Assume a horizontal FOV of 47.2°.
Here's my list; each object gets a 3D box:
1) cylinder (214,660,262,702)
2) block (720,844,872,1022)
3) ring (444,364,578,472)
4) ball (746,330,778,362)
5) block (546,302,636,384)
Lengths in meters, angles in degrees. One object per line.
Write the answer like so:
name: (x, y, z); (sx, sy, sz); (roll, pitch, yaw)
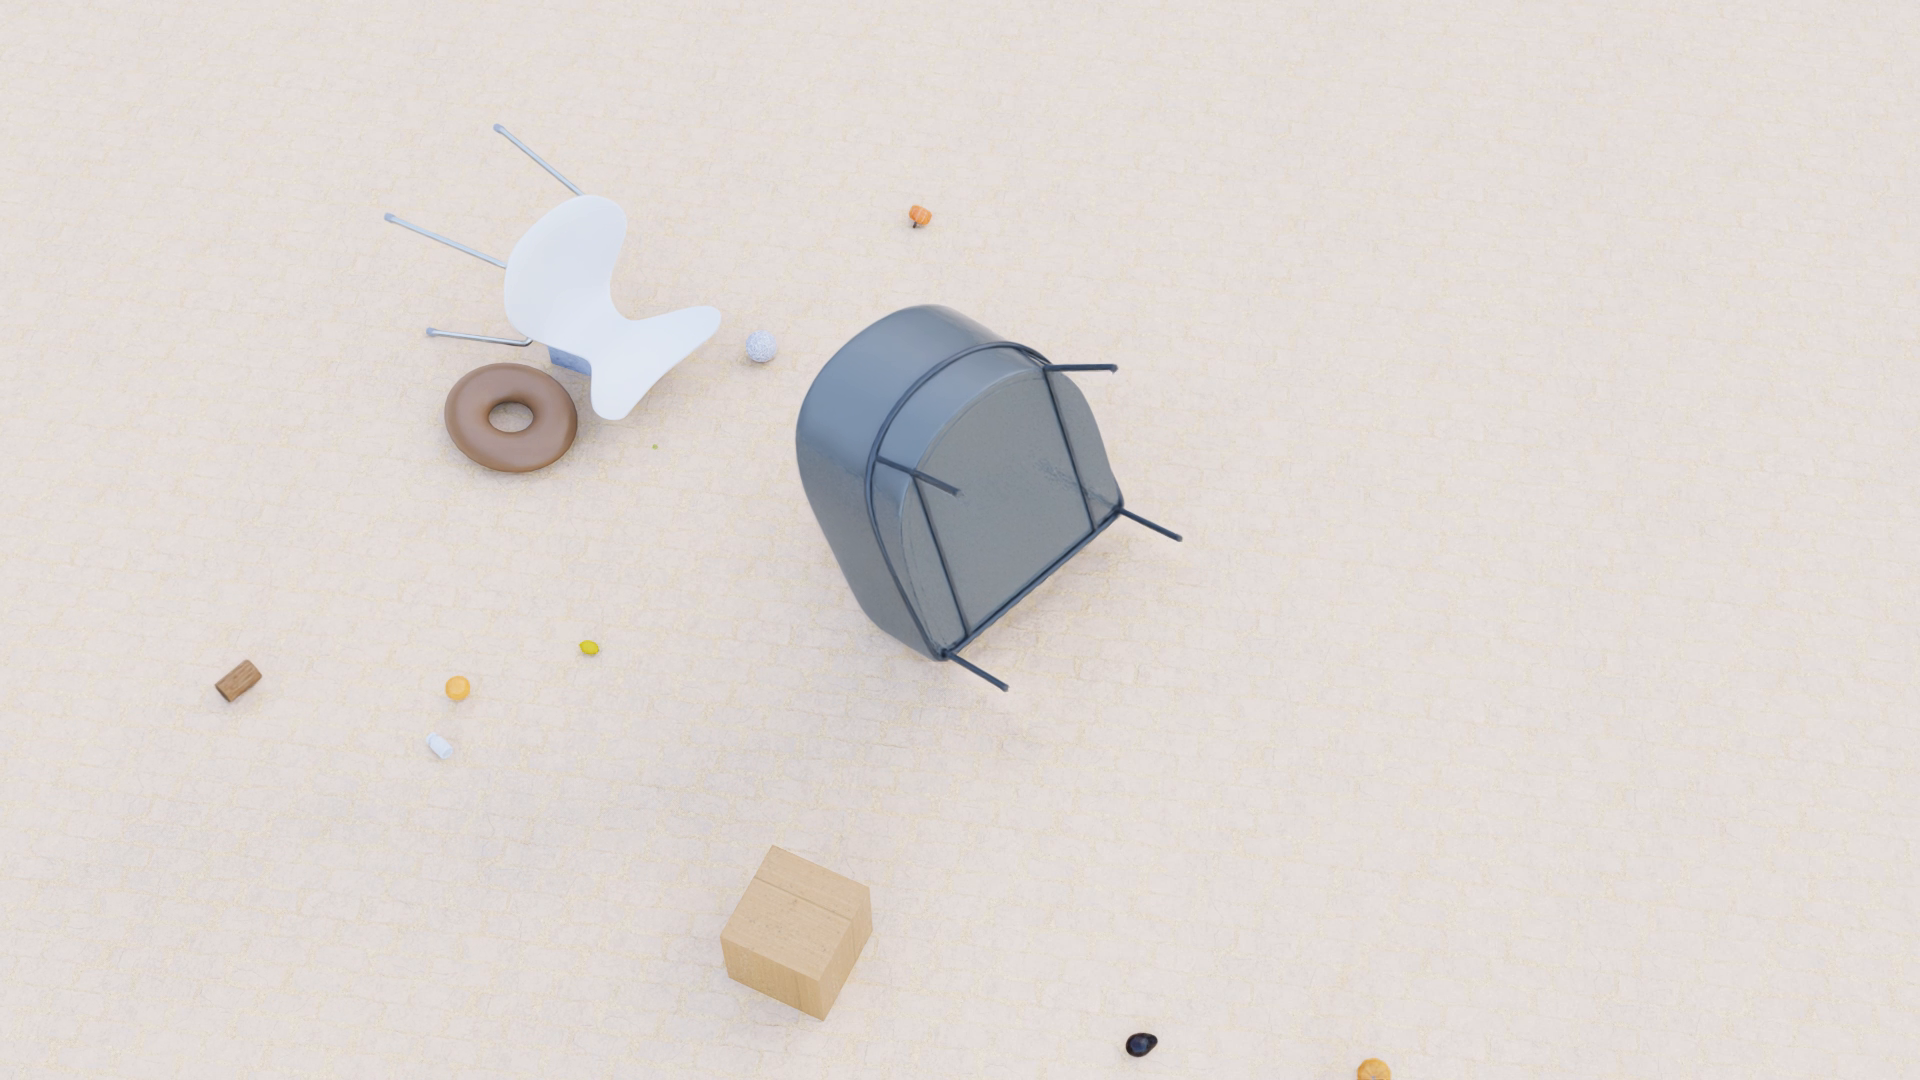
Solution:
cylinder: (-2.056, 0.400, 6.263); (0.112, 0.068, 0.074); (-43, 33, -24)
block: (-0.421, 1.024, 5.725); (0.283, 0.270, 0.283); (22, 59, 14)
ring: (-1.382, -0.378, 6.766); (0.441, 0.105, 0.373); (33, 63, 20)
ball: (-0.625, -0.611, 6.923); (0.101, 0.101, 0.101); (0, 56, 0)
block: (-1.159, -0.623, 6.924); (0.213, 0.112, 0.173); (19, 58, 12)
